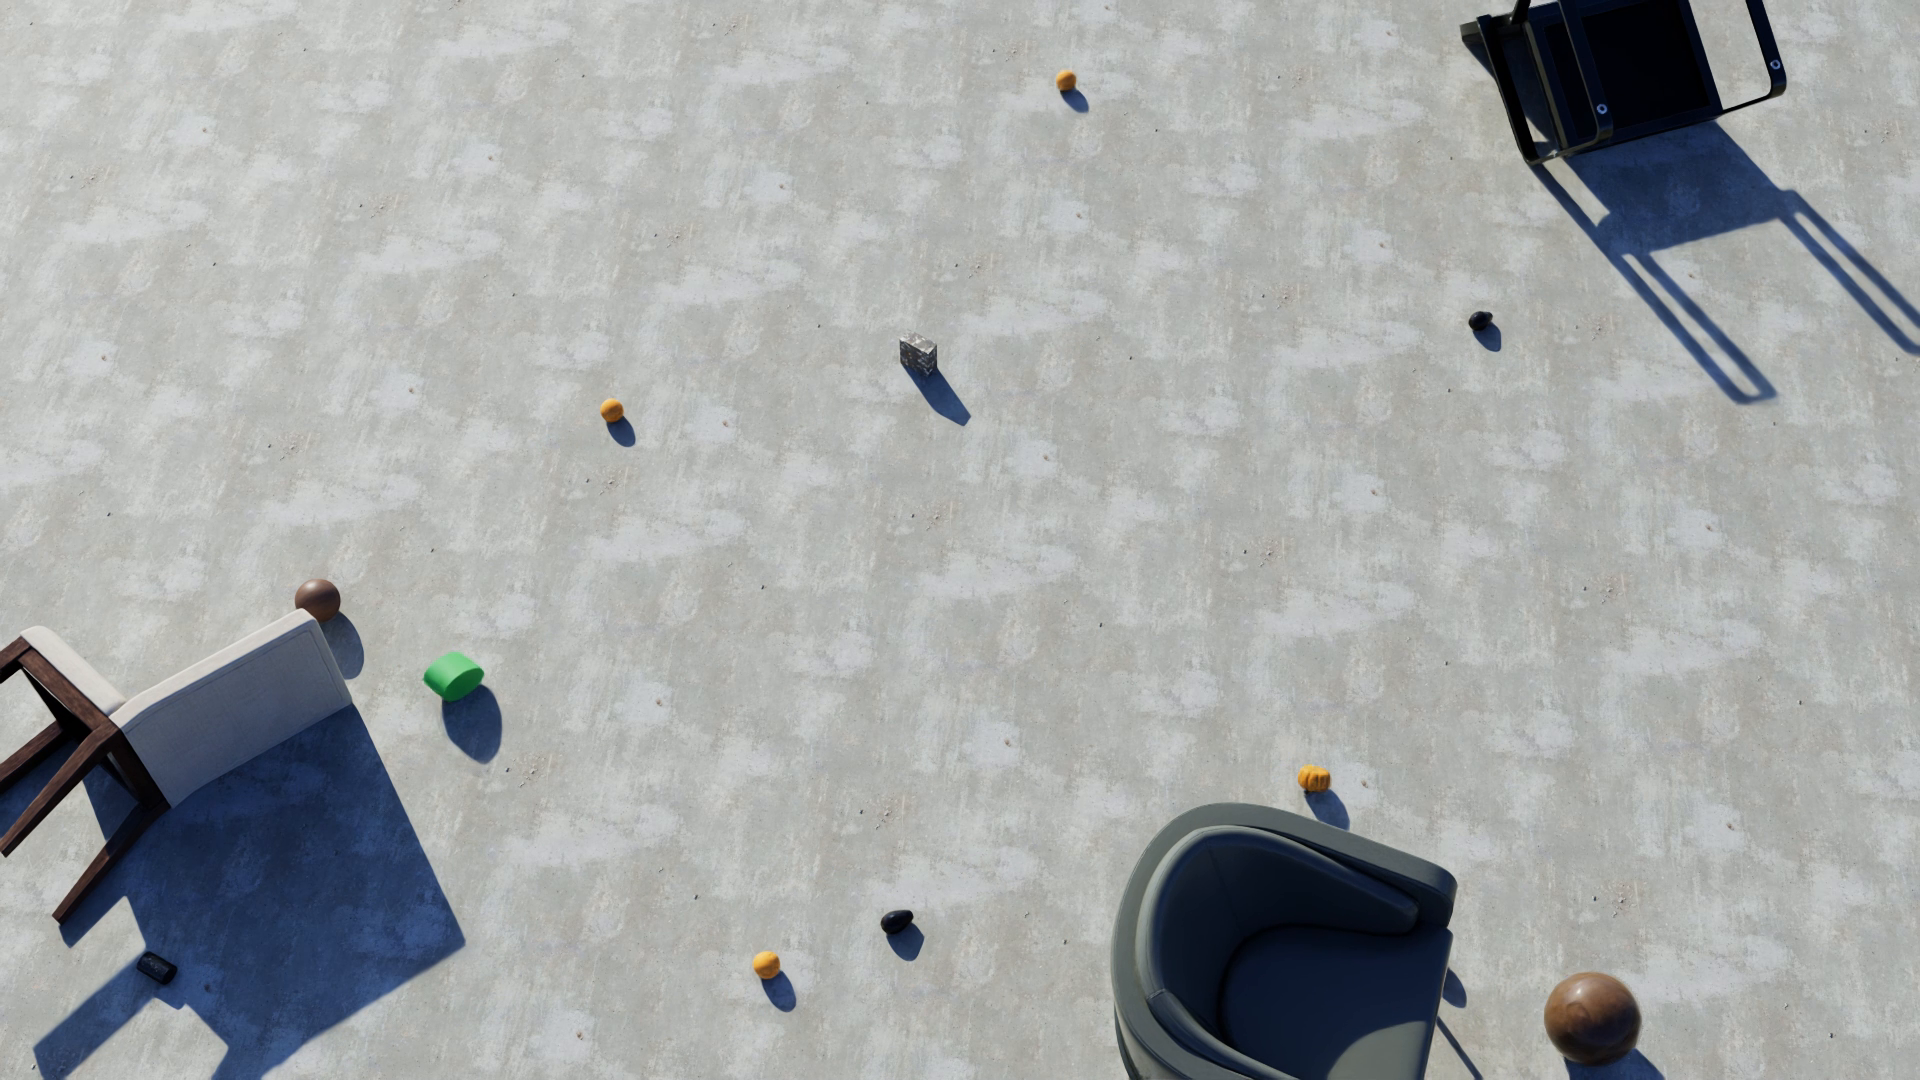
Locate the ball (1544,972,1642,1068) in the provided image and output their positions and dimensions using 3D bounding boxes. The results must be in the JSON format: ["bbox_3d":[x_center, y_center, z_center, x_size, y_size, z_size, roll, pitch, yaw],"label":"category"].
[{"bbox_3d":[1.613,1.222,5.609,0.240,0.240,0.240,0,56,0],"label":"ball"}]

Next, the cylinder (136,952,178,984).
[{"bbox_3d":[-2.114,1.127,5.788,0.087,0.049,0.057,25,55,16],"label":"cylinder"}]

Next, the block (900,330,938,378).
[{"bbox_3d":[-0.130,-0.585,6.895,0.109,0.119,0.049,29,61,18],"label":"block"}]
